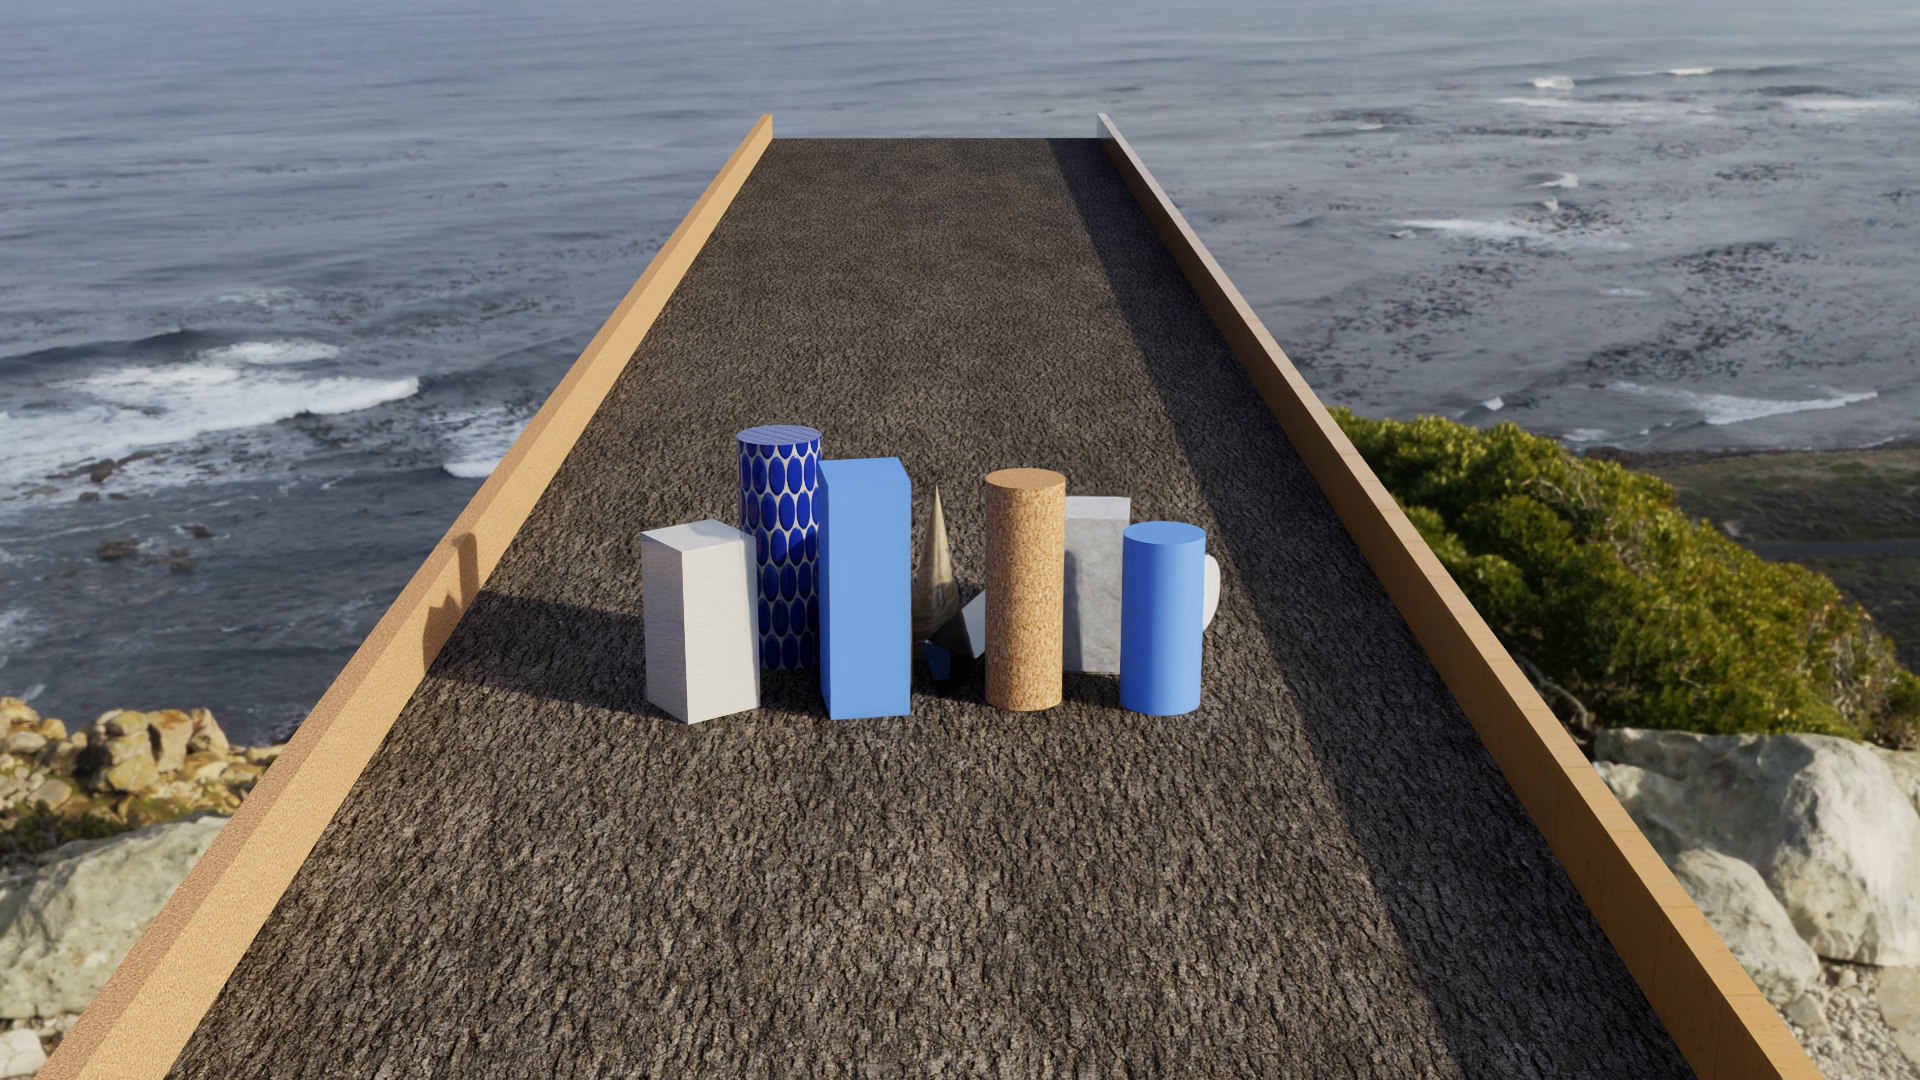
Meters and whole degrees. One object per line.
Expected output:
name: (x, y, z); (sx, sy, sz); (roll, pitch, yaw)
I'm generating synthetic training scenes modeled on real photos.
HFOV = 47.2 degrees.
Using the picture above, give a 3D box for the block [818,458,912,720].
block: (-0.179, 0.091, 4.101); (0.150, 0.460, 0.150); (-3, 20, -10)

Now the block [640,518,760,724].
block: (-0.487, 0.151, 4.133); (0.156, 0.334, 0.156); (-12, 20, -35)

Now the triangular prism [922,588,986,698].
triangular prism: (0.029, 0.179, 4.365); (0.097, 0.112, 0.385); (45, 25, 3)

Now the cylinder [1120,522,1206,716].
cylinder: (0.381, 0.147, 4.147); (0.154, 0.335, 0.154); (0, 17, 0)

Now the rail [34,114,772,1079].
rail: (-1.118, -0.838, 7.780); (0.050, 0.150, 12.000); (0, 17, -1)

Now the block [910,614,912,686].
block: (-0.194, 0.171, 4.403); (0.142, 0.142, 0.345); (-3, 17, -11)

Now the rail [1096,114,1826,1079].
rail: (0.932, -0.844, 7.801); (0.050, 0.150, 12.000); (0, 17, -1)

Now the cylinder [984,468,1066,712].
cylinder: (0.122, 0.093, 4.152); (0.149, 0.434, 0.149); (0, 17, 0)

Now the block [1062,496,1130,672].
block: (0.250, 0.086, 4.382); (0.170, 0.312, 0.170); (1, 15, 5)

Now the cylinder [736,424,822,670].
cylinder: (-0.355, 0.014, 4.374); (0.167, 0.459, 0.167); (0, 17, 0)

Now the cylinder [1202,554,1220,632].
cylinder: (0.347, 0.085, 4.638); (0.362, 0.172, 0.172); (11, 20, 33)

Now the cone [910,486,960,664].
cone: (-0.048, 0.060, 4.400); (0.140, 0.355, 0.140); (1, 16, 0)
